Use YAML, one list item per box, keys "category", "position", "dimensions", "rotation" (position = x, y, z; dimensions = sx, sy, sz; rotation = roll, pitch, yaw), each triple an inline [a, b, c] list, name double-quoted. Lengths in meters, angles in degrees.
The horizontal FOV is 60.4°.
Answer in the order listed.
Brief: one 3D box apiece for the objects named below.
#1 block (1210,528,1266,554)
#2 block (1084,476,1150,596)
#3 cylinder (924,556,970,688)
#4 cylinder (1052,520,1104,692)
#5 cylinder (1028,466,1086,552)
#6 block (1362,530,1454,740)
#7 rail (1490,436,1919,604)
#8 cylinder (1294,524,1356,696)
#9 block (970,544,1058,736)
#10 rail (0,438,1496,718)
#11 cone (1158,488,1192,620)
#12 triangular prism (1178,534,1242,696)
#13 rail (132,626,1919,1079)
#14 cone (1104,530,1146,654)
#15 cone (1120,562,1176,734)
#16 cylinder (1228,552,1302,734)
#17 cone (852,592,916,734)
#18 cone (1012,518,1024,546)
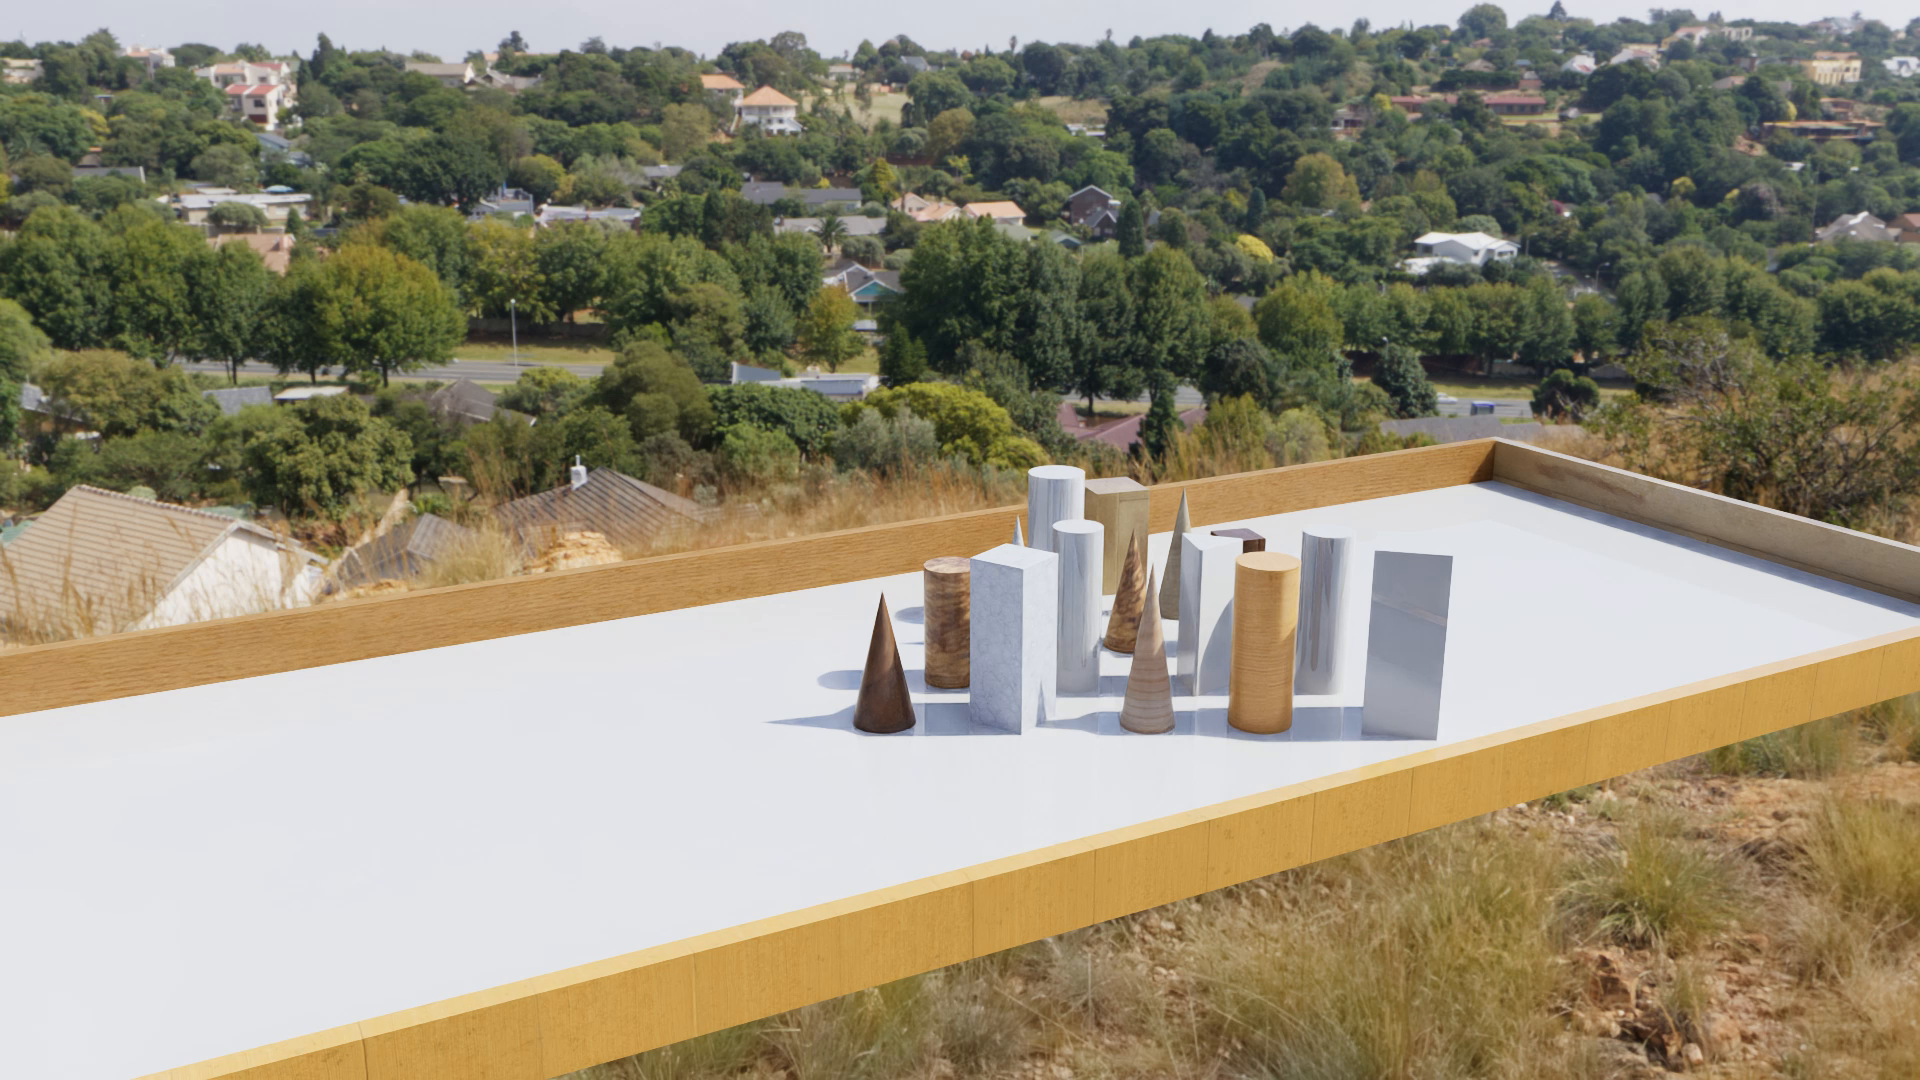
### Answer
- category: "block"
  position: [0.722, 0.137, 4.331]
  dimensions: [0.106, 0.314, 0.106]
  rotation: [-5, 17, -16]
- category: "block"
  position: [0.444, -0.012, 4.850]
  dimensions: [0.164, 0.308, 0.164]
  rotation: [-5, 17, -18]
- category: "cylinder"
  position: [-0.021, 0.206, 4.119]
  dimensions: [0.139, 0.301, 0.139]
  rotation: [0, 16, 0]
- category: "cylinder"
  position: [0.288, 0.163, 4.072]
  dimensions: [0.125, 0.410, 0.125]
  rotation: [0, 16, 0]
- category: "cylinder"
  position: [0.265, 0.011, 4.587]
  dimensions: [0.156, 0.412, 0.156]
  rotation: [0, 16, 0]
- category: "block"
  position: [1.035, 0.219, 3.825]
  dimensions: [0.170, 0.443, 0.170]
  rotation: [4, 17, 14]
- category: "rail"
  position: [2.466, -0.048, 5.253]
  dimensions: [0.050, 0.150, 2.100]
  rotation: [-9, 18, -27]
- category: "cylinder"
  position: [0.896, 0.171, 4.060]
  dimensions: [0.128, 0.403, 0.128]
  rotation: [0, 16, 0]
- category: "block"
  position: [0.126, 0.230, 3.859]
  dimensions: [0.147, 0.403, 0.147]
  rotation: [11, 20, 34]
- category: "rail"
  position: [-3.305, 0.497, 3.399]
  dimensions: [12.000, 0.150, 0.050]
  rotation: [-9, 18, -27]
- category: "cone"
  position: [0.619, 0.027, 4.603]
  dimensions: [0.137, 0.372, 0.137]
  rotation: [0, 16, 0]
- category: "triangular prism"
  position: [0.593, 0.177, 4.087]
  dimensions: [0.149, 0.375, 0.129]
  rotation: [-13, 21, -37]
- category: "rail"
  position: [-2.336, 1.006, 1.665]
  dimensions: [12.000, 0.150, 0.050]
  rotation: [-9, 18, -27]
- category: "cone"
  position: [0.455, 0.122, 4.360]
  dimensions: [0.145, 0.327, 0.145]
  rotation: [0, 16, 0]
- category: "cone"
  position: [0.442, 0.240, 3.828]
  dimensions: [0.131, 0.401, 0.131]
  rotation: [0, 16, 0]
- category: "cylinder"
  position: [0.707, 0.239, 3.837]
  dimensions: [0.150, 0.398, 0.150]
  rotation: [0, 16, 0]
- category: "cone"
  position: [-0.179, 0.271, 3.853]
  dimensions: [0.152, 0.327, 0.152]
  rotation: [0, 16, 0]
- category: "cone"
  position: [0.151, 0.102, 4.370]
  dimensions: [0.141, 0.359, 0.141]
  rotation: [0, 16, 0]
